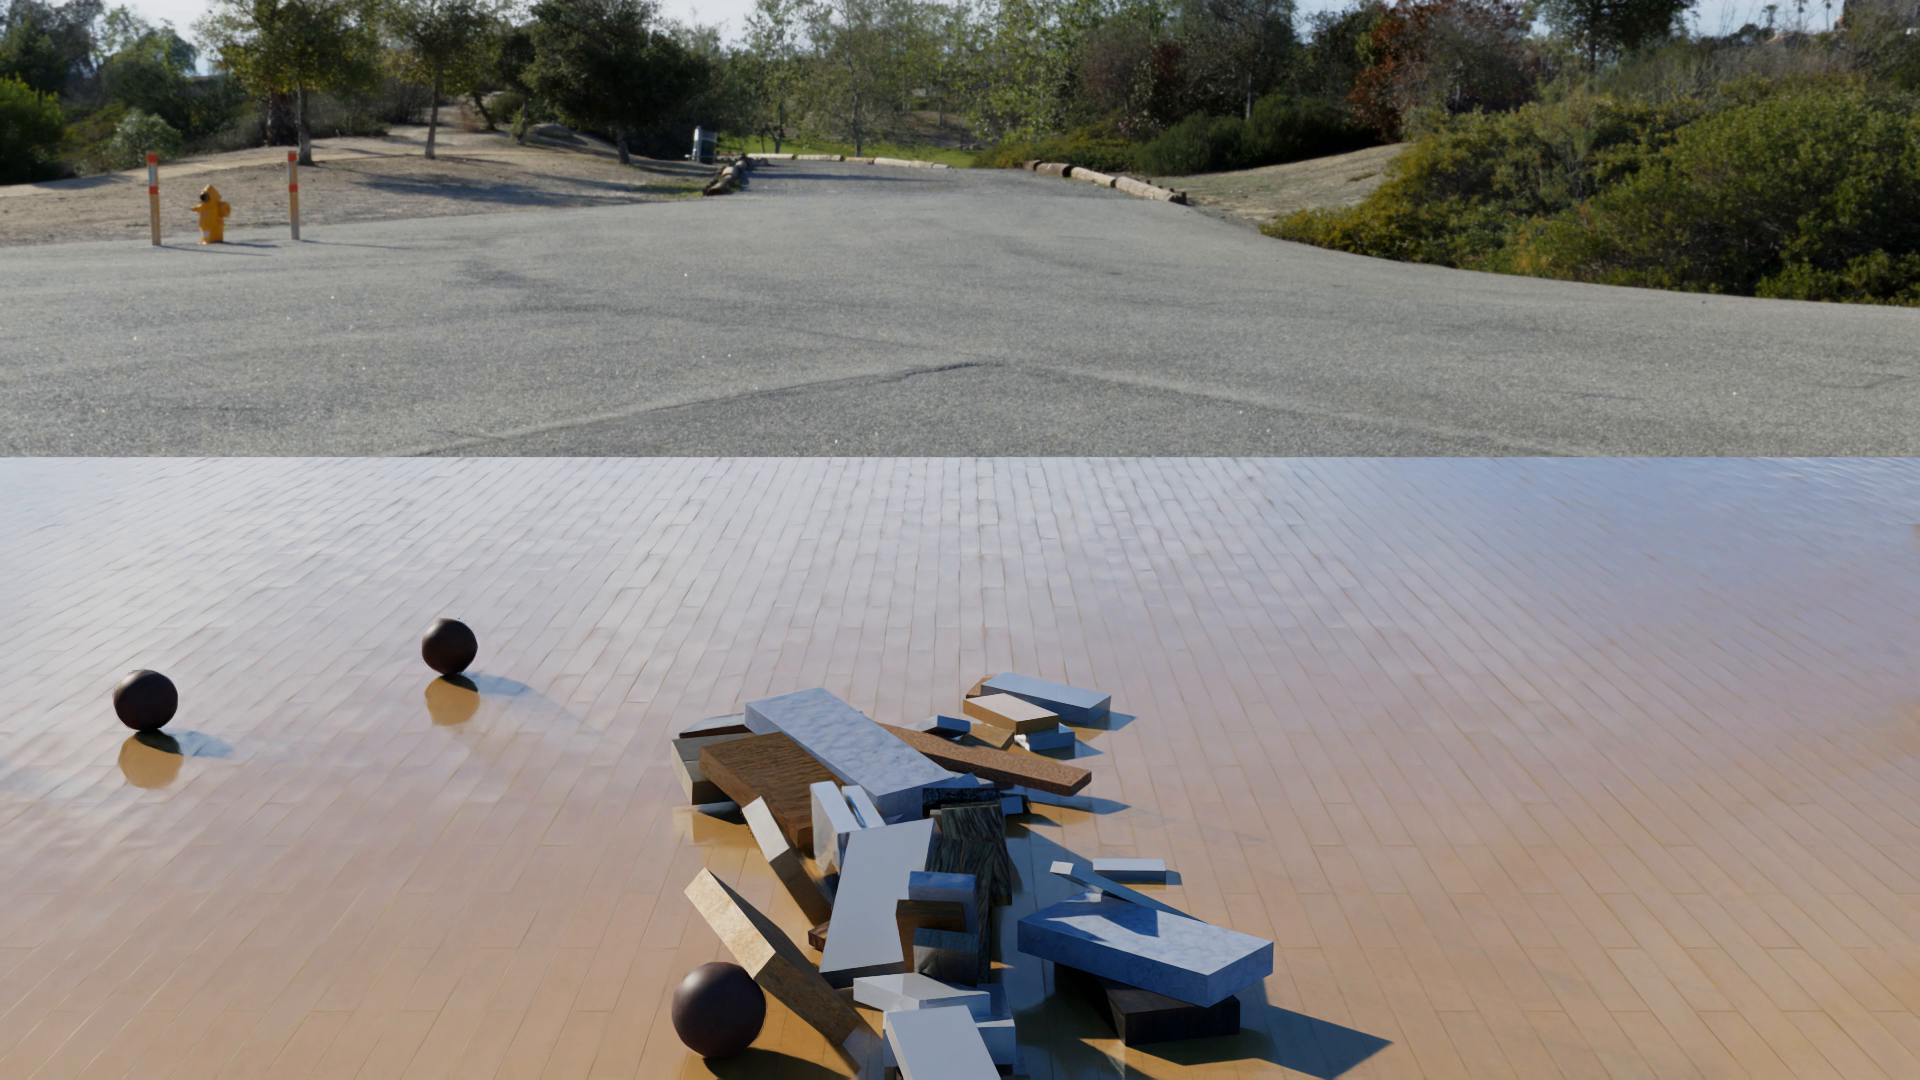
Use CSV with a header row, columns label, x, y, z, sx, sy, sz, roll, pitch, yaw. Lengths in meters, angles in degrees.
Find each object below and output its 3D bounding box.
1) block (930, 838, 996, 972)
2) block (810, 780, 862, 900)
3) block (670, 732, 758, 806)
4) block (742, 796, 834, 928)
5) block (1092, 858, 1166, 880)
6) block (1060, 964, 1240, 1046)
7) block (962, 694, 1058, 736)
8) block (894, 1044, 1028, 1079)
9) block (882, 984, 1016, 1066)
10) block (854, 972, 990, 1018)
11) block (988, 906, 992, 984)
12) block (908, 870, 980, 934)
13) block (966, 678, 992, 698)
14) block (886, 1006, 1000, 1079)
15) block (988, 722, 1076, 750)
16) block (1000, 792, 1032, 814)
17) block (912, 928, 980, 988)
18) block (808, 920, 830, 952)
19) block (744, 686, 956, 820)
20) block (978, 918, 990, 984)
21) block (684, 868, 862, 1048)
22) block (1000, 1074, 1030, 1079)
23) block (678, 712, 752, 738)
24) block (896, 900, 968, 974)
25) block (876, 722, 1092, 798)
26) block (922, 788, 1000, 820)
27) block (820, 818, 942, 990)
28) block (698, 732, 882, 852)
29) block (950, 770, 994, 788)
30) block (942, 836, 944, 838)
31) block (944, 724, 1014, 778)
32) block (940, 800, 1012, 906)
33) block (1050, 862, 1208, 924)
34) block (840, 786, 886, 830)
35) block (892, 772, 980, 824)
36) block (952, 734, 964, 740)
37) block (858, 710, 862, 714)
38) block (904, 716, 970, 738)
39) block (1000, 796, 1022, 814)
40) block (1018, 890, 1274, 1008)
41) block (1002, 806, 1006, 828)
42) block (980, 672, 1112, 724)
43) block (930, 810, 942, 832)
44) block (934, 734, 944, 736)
label,x,y,z,sx,sy,sz,roll,pitch,yaw
block,-0.004,0.539,3.254,0.091,0.026,0.211,3,48,7
block,-0.205,0.514,3.687,0.040,0.141,0.283,-5,11,-12
block,-0.366,0.431,4.244,0.349,0.049,0.175,-3,23,-20
block,-0.283,0.528,3.616,0.040,0.141,0.283,-34,17,-6
block,0.290,0.564,3.763,0.122,0.017,0.061,0,11,2
block,0.269,0.646,3.235,0.170,0.048,0.339,-3,11,-14
block,0.106,0.366,4.630,0.105,0.030,0.210,-6,12,-31
block,0.015,0.750,2.677,0.170,0.048,0.541,-1,11,-4
block,-0.018,0.655,2.983,0.170,0.048,0.339,-1,-2,-2
block,-0.053,0.616,2.966,0.104,0.030,0.209,0,-2,-27
block,0.004,0.597,3.330,0.088,0.025,0.176,1,40,2
block,-0.022,0.535,3.116,0.091,0.183,0.026,3,47,6
block,0.071,0.342,4.944,0.081,0.023,0.161,3,11,14
block,-0.019,0.642,2.707,0.104,0.030,0.209,-2,18,-13
block,0.148,0.397,4.626,0.105,0.030,0.210,-5,11,-23
block,0.081,0.488,4.099,0.099,0.014,0.050,3,-30,17
block,-0.018,0.580,3.052,0.088,0.025,0.176,6,-26,3
block,-0.149,0.606,3.450,0.164,0.023,0.082,-20,24,-41
block,-0.216,0.401,4.196,0.175,0.049,0.469,-10,24,-34
block,-0.002,0.624,3.240,0.088,0.025,0.176,0,32,2
block,-0.278,0.600,3.195,0.170,0.048,0.376,44,-7,-23
block,0.019,0.721,2.566,0.170,0.048,0.339,-1,11,-6
block,-0.419,0.380,4.507,0.285,0.036,0.128,-10,7,20
block,-0.035,0.575,3.123,0.091,0.183,0.026,1,47,8
block,-0.019,0.420,4.323,0.589,0.023,0.081,10,22,31
block,0.002,0.492,3.610,0.123,0.246,0.035,0,49,1
block,-0.117,0.548,3.330,0.141,0.040,0.283,-11,37,18
block,-0.316,0.459,4.040,0.175,0.049,0.349,-8,25,-35
block,0.014,0.464,4.232,0.050,0.014,0.099,-4,12,-42
block,-0.006,0.524,3.380,0.082,0.023,0.165,0,41,2
block,0.036,0.423,4.388,0.090,0.025,0.179,8,24,20
block,0.024,0.484,3.387,0.095,0.027,0.190,-4,41,-2
block,0.276,0.557,3.377,0.300,0.017,0.061,27,-15,-23
block,-0.164,0.513,3.746,0.035,0.123,0.246,-2,11,-13
block,-0.061,0.478,3.832,0.102,0.029,0.204,-18,-20,-47
block,0.010,0.422,4.506,0.090,0.025,0.179,1,11,4
block,-0.312,0.398,4.601,0.128,0.036,0.257,4,11,19
block,-0.057,0.388,4.455,0.081,0.023,0.161,13,-22,-32
block,0.035,0.486,3.975,0.102,0.029,0.204,-3,-8,-15
block,0.270,0.597,3.234,0.339,0.048,0.170,9,14,39
block,0.007,0.498,3.741,0.123,0.035,0.246,0,-20,-3
block,0.187,0.346,4.817,0.257,0.036,0.128,11,14,24
block,0.000,0.525,3.499,0.095,0.190,0.027,0,10,1
block,-0.125,0.424,4.407,0.179,0.025,0.090,-2,24,8
